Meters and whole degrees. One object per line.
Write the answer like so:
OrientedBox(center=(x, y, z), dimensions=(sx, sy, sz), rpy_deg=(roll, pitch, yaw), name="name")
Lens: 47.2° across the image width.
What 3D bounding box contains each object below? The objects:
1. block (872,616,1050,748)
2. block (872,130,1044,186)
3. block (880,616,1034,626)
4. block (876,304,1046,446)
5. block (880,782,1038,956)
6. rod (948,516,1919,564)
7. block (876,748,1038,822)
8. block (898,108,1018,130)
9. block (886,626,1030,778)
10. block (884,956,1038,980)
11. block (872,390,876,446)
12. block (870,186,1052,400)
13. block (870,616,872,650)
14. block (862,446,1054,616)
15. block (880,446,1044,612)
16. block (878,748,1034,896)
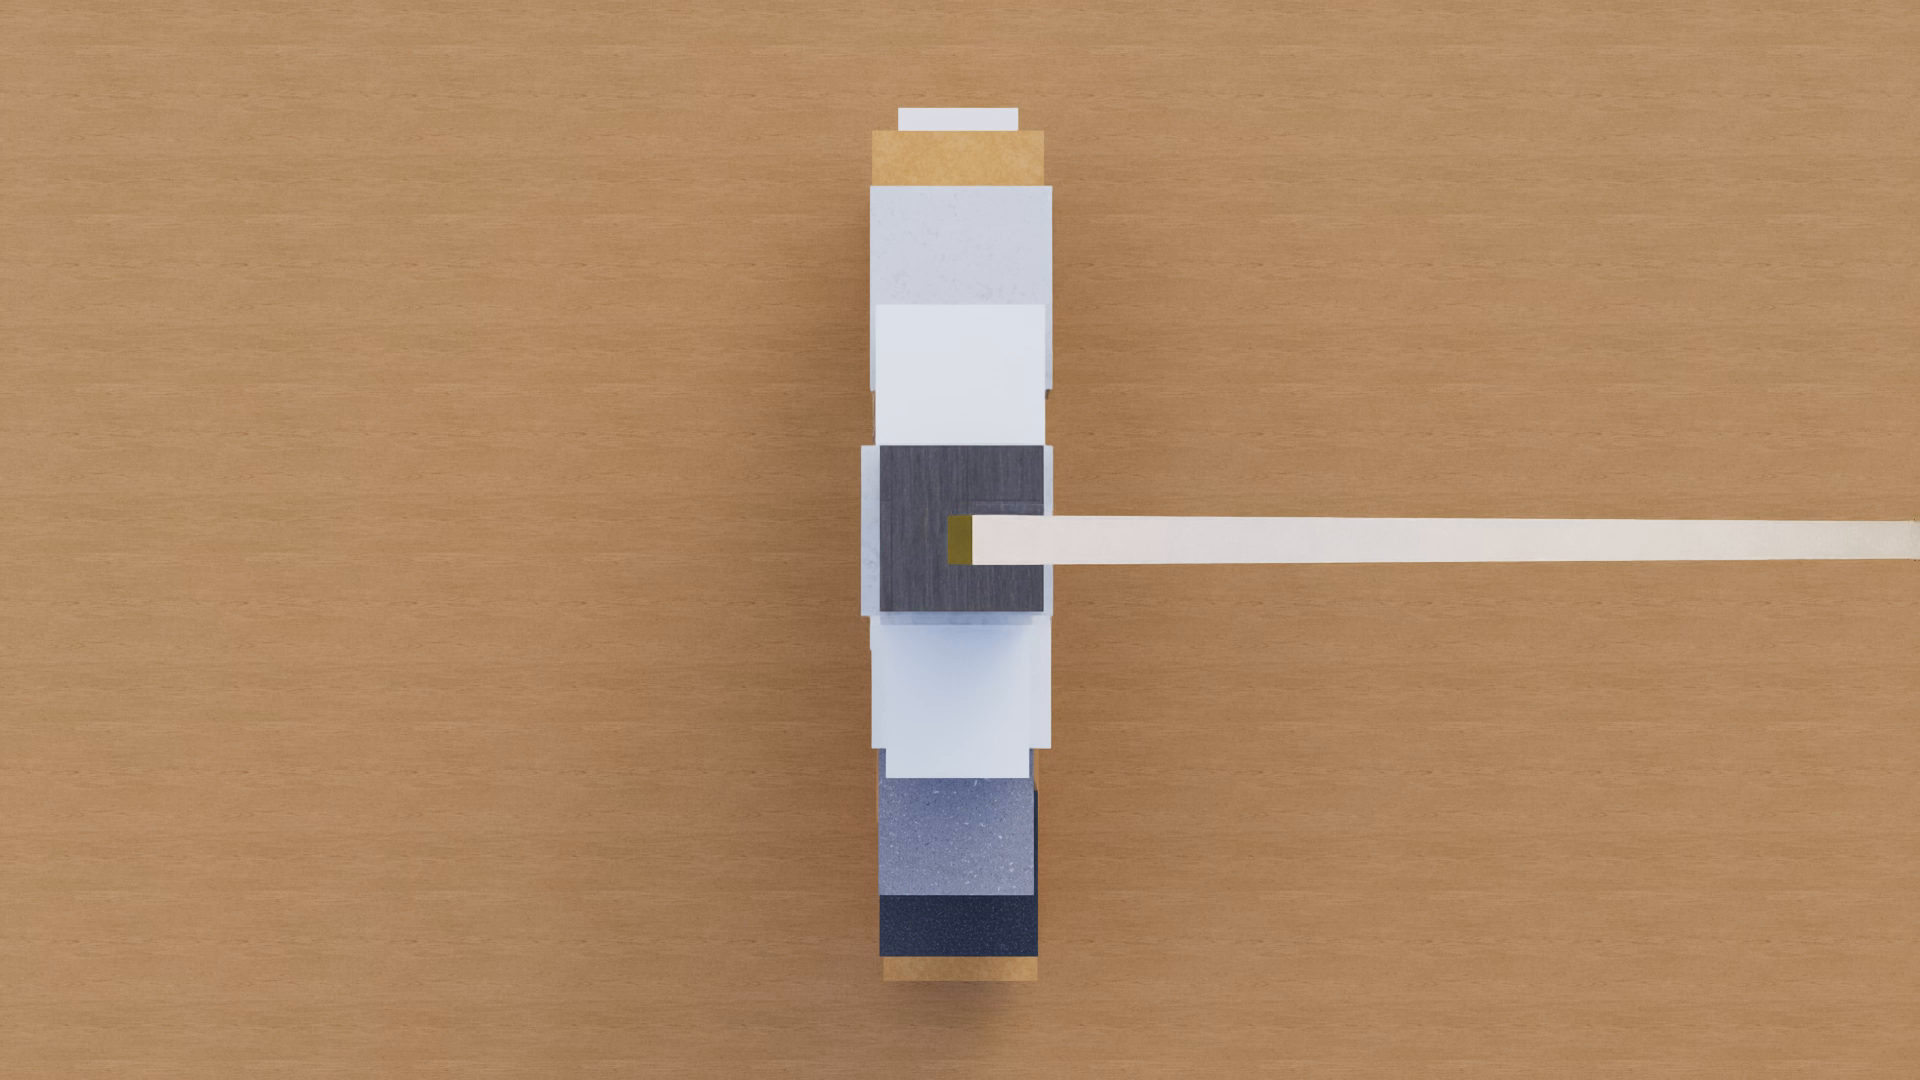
OrientedBox(center=(0.006, 0.547, 10.855), dimensions=(0.844, 0.999, 0.867), rpy_deg=(0, 90, 0), name="block")
OrientedBox(center=(-0.010, -1.645, 11.861), dimensions=(0.892, 0.906, 0.958), rpy_deg=(0, 90, 0), name="block")
OrientedBox(center=(-0.014, -0.008, 9.268), dimensions=(0.622, 0.644, 0.723), rpy_deg=(0, 89, 0), name="block")
OrientedBox(center=(0.002, -0.679, 10.060), dimensions=(0.748, 0.695, 0.720), rpy_deg=(0, 90, 0), name="block")
OrientedBox(center=(-0.007, 1.702, 11.640), dimensions=(0.809, 0.851, 0.846), rpy_deg=(0, 90, 0), name="block")
OrientedBox(center=(2.234, 0.000, 4.908), dimensions=(5.200, 0.080, 0.080), rpy_deg=(0, 90, -31), name="rod")
OrientedBox(center=(-0.013, 1.117, 12.545), dimensions=(0.893, 0.910, 0.869), rpy_deg=(0, 90, 0), name="block")
OrientedBox(center=(-0.009, -2.081, 12.658), dimensions=(0.670, 0.684, 0.675), rpy_deg=(0, 90, 0), name="block")
OrientedBox(center=(-0.011, 0.684, 9.968), dimensions=(0.624, 0.774, 0.706), rpy_deg=(0, 90, 0), name="block")
OrientedBox(center=(0.002, 1.990, 12.533), dimensions=(0.844, 0.934, 0.857), rpy_deg=(0, 90, 0), name="block")
OrientedBox(center=(-0.006, -0.301, 10.889), dimensions=(0.817, 0.963, 0.810), rpy_deg=(0, 90, 0), name="block")
OrientedBox(center=(0.006, -1.211, 10.981), dimensions=(0.878, 0.780, 0.977), rpy_deg=(0, 89, 0), name="block")
OrientedBox(center=(-0.008, 0.081, 11.862), dimensions=(0.926, 0.760, 0.980), rpy_deg=(0, 91, 0), name="block")
OrientedBox(center=(-0.010, -0.027, 8.080), dimensions=(0.677, 0.623, 0.601), rpy_deg=(0, 89, 0), name="block")
OrientedBox(center=(0.006, -0.035, 7.535), dimensions=(0.545, 0.468, 0.554), rpy_deg=(0, 89, 0), name="block")
OrientedBox(center=(-0.019, 1.342, 10.850), dimensions=(0.739, 0.729, 0.702), rpy_deg=(0, 90, 0), name="block")
